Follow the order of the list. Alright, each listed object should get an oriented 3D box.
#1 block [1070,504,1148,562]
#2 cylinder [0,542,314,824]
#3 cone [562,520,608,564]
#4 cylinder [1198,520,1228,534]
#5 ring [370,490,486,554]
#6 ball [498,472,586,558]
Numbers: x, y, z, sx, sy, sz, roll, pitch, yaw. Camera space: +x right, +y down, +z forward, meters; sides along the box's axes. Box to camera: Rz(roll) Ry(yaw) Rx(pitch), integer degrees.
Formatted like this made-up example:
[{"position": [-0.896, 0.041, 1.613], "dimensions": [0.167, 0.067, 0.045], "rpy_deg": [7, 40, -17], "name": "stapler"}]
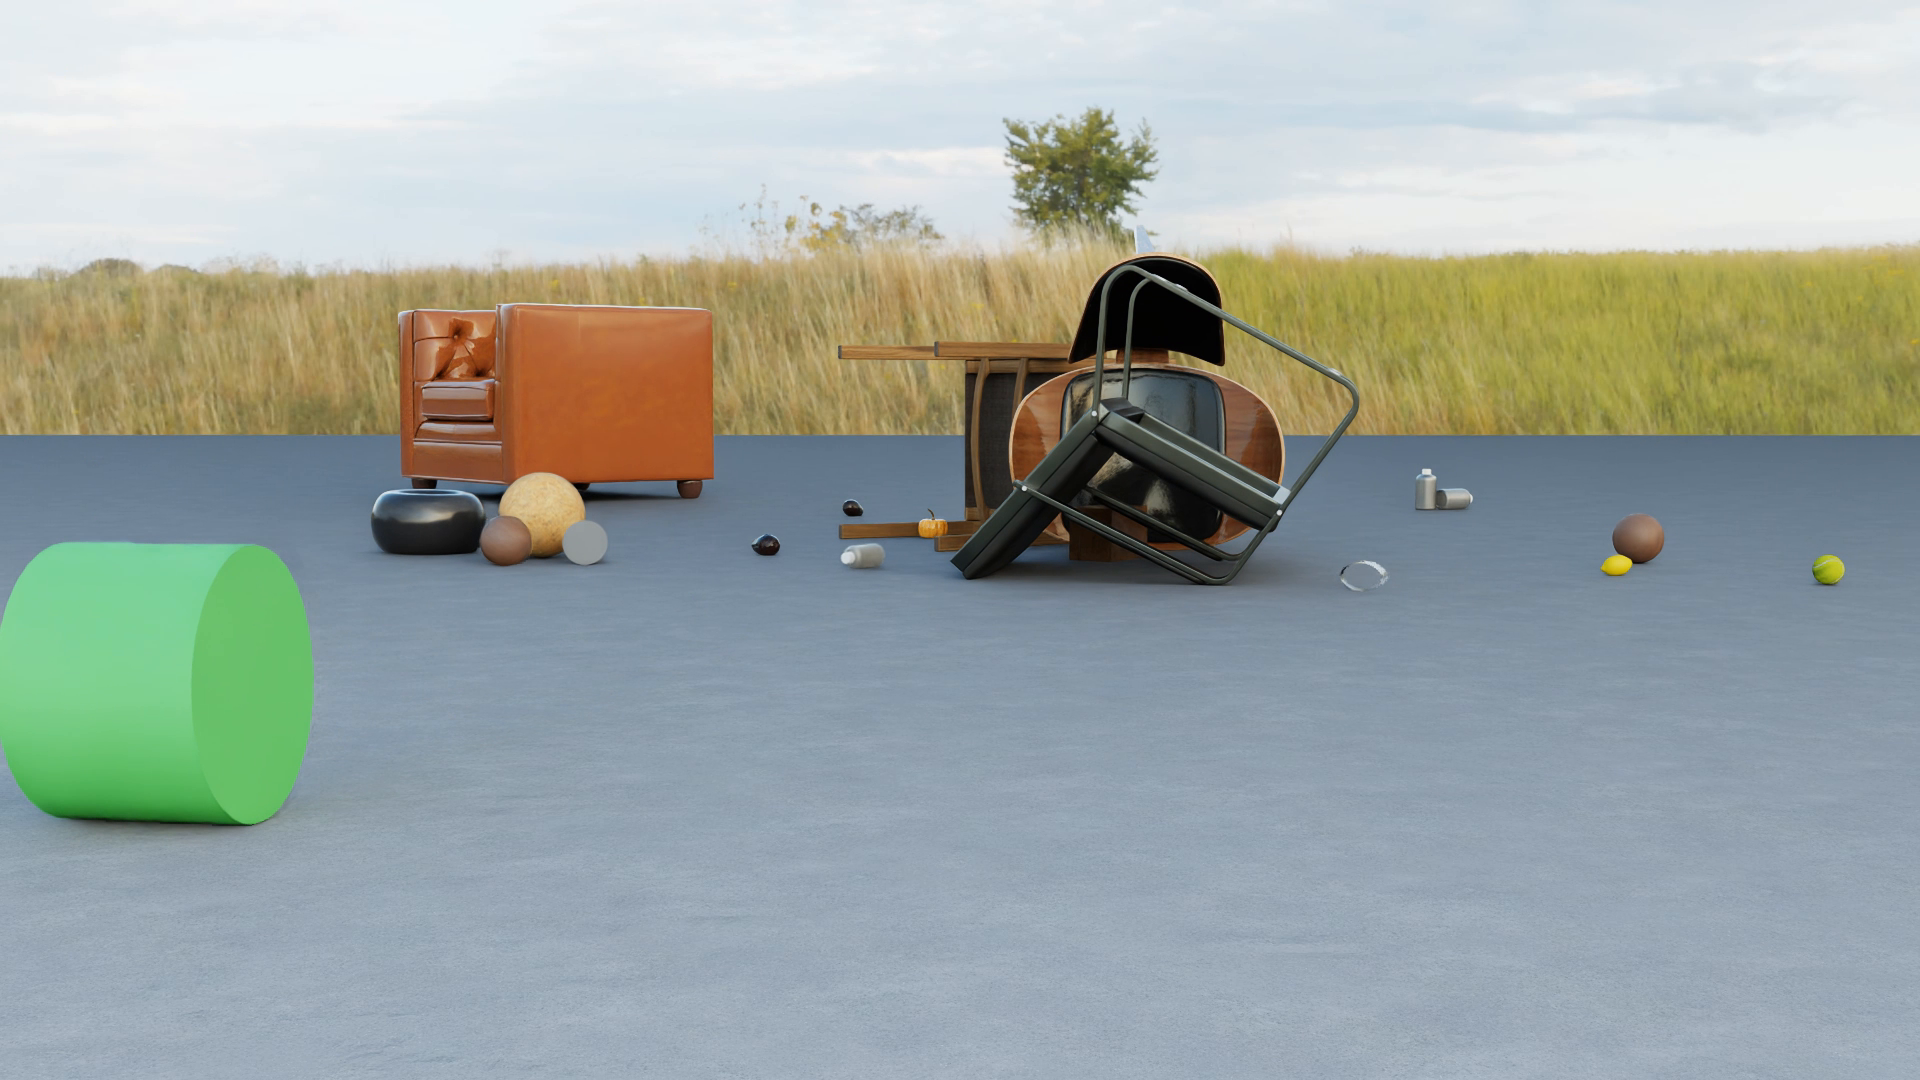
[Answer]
[{"position": [0.394, -0.020, 5.827], "dimensions": [0.124, 0.138, 0.206], "rpy_deg": [2, 5, 31], "name": "block"}, {"position": [-0.830, 0.148, 2.285], "dimensions": [0.211, 0.290, 0.255], "rpy_deg": [1, 12, 10], "name": "cylinder"}, {"position": [-0.957, 0.029, 5.721], "dimensions": [0.116, 0.119, 0.177], "rpy_deg": [-42, -12, -8], "name": "cone"}, {"position": [0.783, -0.039, 6.806], "dimensions": [0.093, 0.043, 0.082], "rpy_deg": [0, 4, 6], "name": "cylinder"}, {"position": [-1.460, -0.048, 6.043], "dimensions": [0.311, 0.169, 0.265], "rpy_deg": [2, 5, -1], "name": "ring"}, {"position": [-1.113, -0.067, 5.856], "dimensions": [0.228, 0.228, 0.228], "rpy_deg": [0, 4, 0], "name": "ball"}]
